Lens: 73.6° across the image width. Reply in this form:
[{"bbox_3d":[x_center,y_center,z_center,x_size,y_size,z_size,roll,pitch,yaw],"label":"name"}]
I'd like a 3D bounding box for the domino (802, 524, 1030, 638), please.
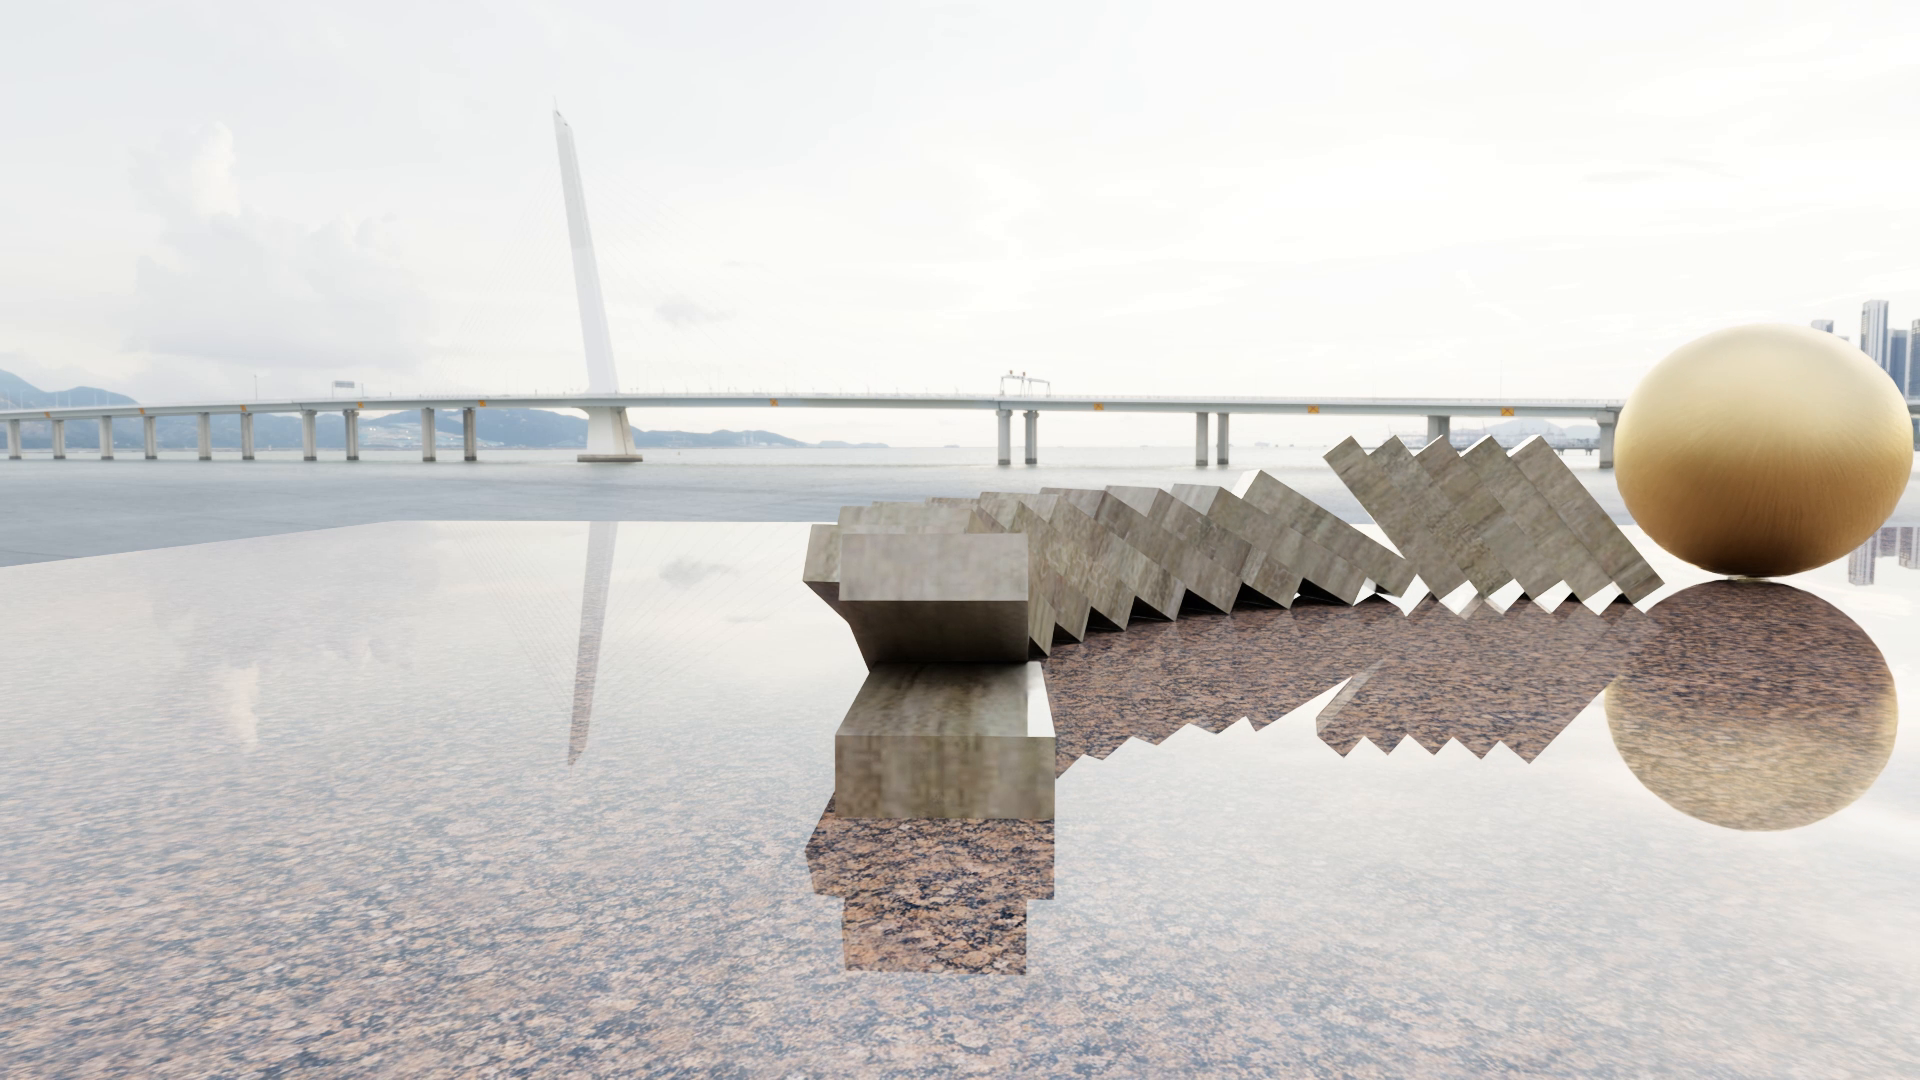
[{"bbox_3d":[-0.006,0.011,0.219,0.025,0.009,0.050,1,-21,16],"label":"domino"}]

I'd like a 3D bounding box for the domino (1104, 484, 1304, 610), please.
[{"bbox_3d":[0.061,0.002,0.332,0.050,0.009,0.025,29,-8,-24],"label":"domino"}]

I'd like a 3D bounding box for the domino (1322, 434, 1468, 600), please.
[{"bbox_3d":[0.122,-0.007,0.361,0.010,0.050,0.025,-39,-6,14],"label":"domino"}]

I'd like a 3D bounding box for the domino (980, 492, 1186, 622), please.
[{"bbox_3d":[0.028,0.004,0.302,0.050,0.009,0.025,32,-18,-38],"label":"domino"}]

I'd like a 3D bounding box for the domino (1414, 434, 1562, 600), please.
[{"bbox_3d":[0.148,-0.007,0.362,0.009,0.050,0.025,-39,-9,18],"label":"domino"}]

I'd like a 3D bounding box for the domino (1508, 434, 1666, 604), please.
[{"bbox_3d":[0.171,-0.006,0.353,0.009,0.050,0.025,-39,-9,18],"label":"domino"}]

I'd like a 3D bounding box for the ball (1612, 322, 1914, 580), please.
[{"bbox_3d":[0.249,-0.028,0.402,0.080,0.080,0.080,0,4,0],"label":"ball"}]

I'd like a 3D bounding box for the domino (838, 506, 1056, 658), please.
[{"bbox_3d":[-0.002,0.009,0.242,0.025,0.009,0.050,2,-23,23],"label":"domino"}]

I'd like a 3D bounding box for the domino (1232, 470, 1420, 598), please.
[{"bbox_3d":[0.100,-0.002,0.355,0.050,0.009,0.025,32,2,2],"label":"domino"}]

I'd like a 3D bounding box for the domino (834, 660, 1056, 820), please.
[{"bbox_3d":[-0.001,0.025,0.171,0.025,0.010,0.050,0,4,2],"label":"domino"}]

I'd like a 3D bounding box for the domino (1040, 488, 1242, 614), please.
[{"bbox_3d":[0.044,0.003,0.319,0.050,0.009,0.025,30,-12,-30],"label":"domino"}]

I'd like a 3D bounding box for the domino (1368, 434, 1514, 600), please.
[{"bbox_3d":[0.136,-0.007,0.363,0.009,0.050,0.025,-39,-9,18],"label":"domino"}]

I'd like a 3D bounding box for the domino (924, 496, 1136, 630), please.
[{"bbox_3d":[0.015,0.006,0.284,0.025,0.010,0.050,4,-21,40],"label":"domino"}]

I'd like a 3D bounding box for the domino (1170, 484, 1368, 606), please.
[{"bbox_3d":[0.081,0.001,0.342,0.050,0.009,0.025,28,-5,-18],"label":"domino"}]

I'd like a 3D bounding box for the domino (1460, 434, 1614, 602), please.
[{"bbox_3d":[0.160,-0.007,0.358,0.010,0.050,0.025,-39,-9,18],"label":"domino"}]

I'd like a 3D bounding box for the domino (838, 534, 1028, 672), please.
[{"bbox_3d":[-0.002,0.013,0.194,0.025,0.009,0.050,0,-22,3],"label":"domino"}]

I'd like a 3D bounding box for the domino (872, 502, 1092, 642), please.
[{"bbox_3d":[0.004,0.007,0.264,0.025,0.009,0.050,3,-22,35],"label":"domino"}]
